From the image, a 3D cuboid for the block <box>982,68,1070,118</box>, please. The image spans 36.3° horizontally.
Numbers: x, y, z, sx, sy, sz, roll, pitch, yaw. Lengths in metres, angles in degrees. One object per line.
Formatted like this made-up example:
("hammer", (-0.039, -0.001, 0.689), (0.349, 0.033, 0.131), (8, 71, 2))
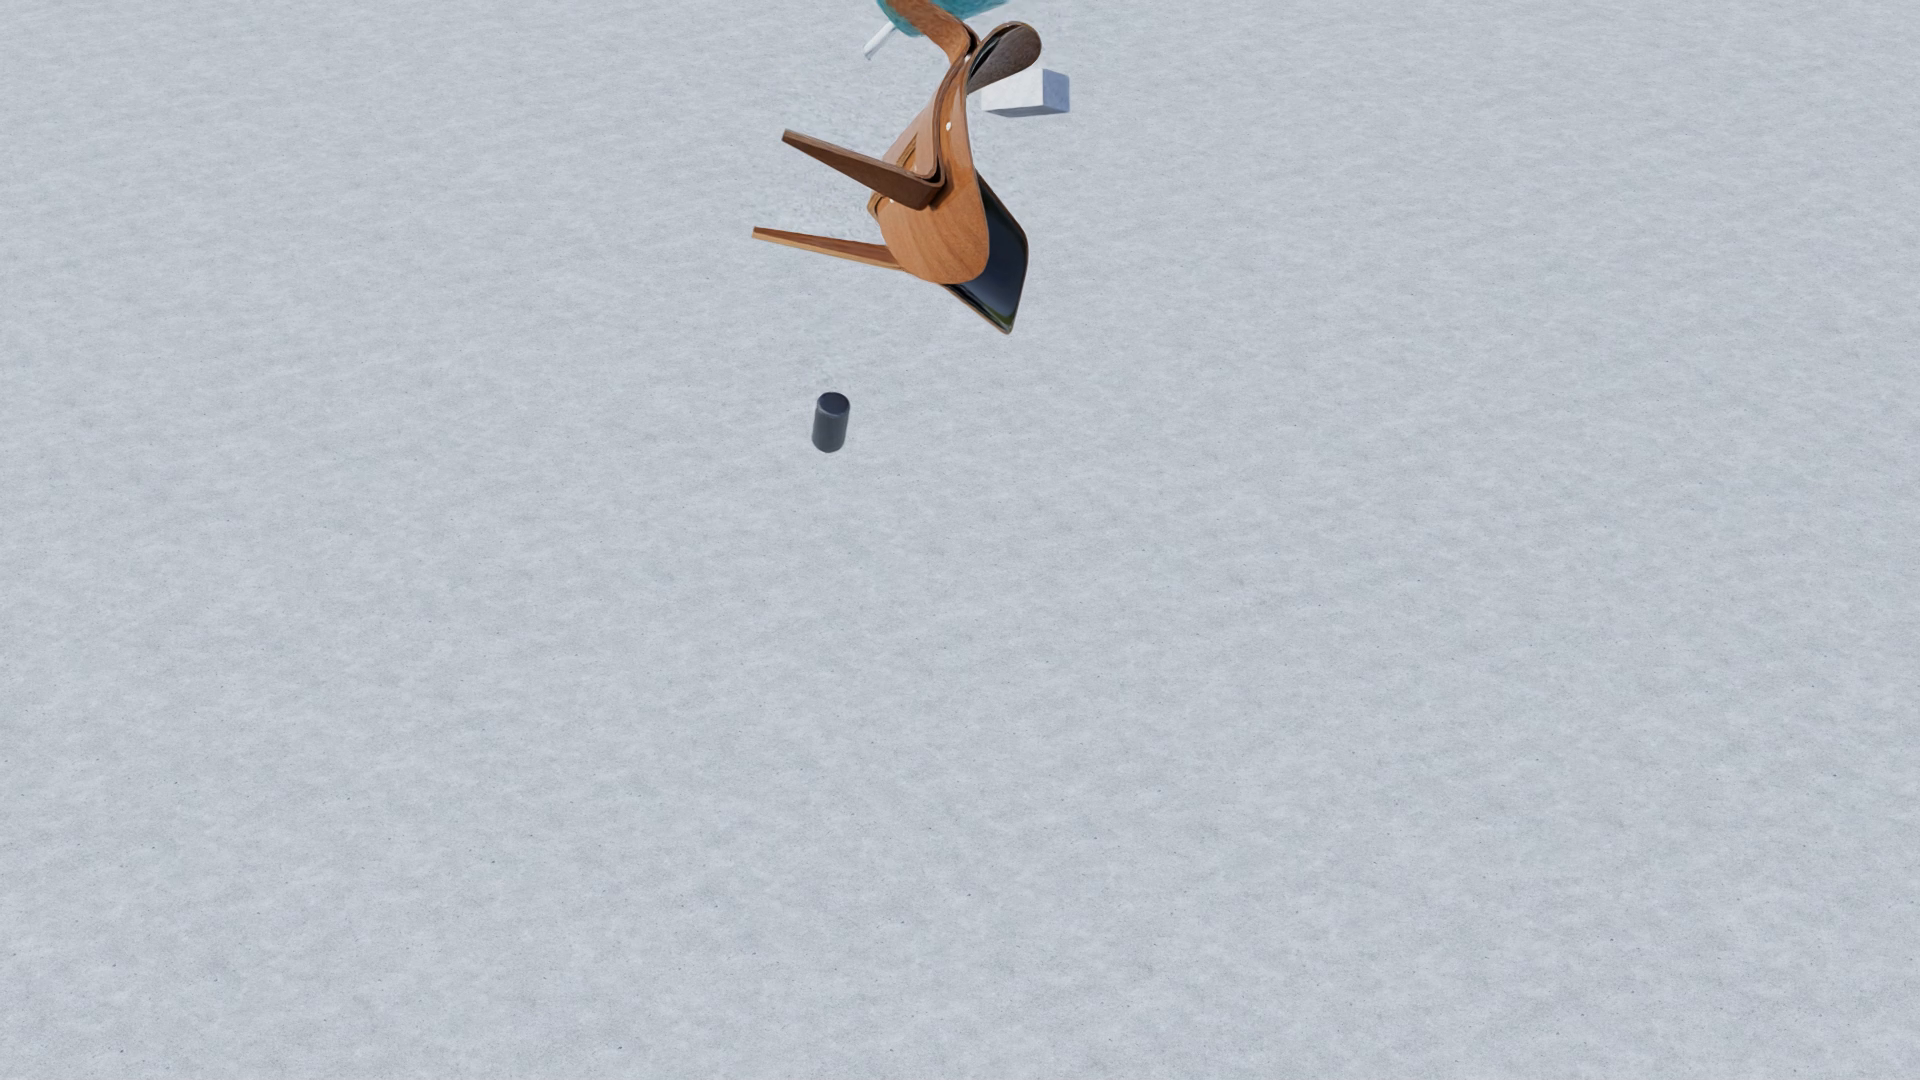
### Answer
("block", (0.196, -1.334, 8.753), (0.205, 0.110, 0.177), (-1, 0, 29))
